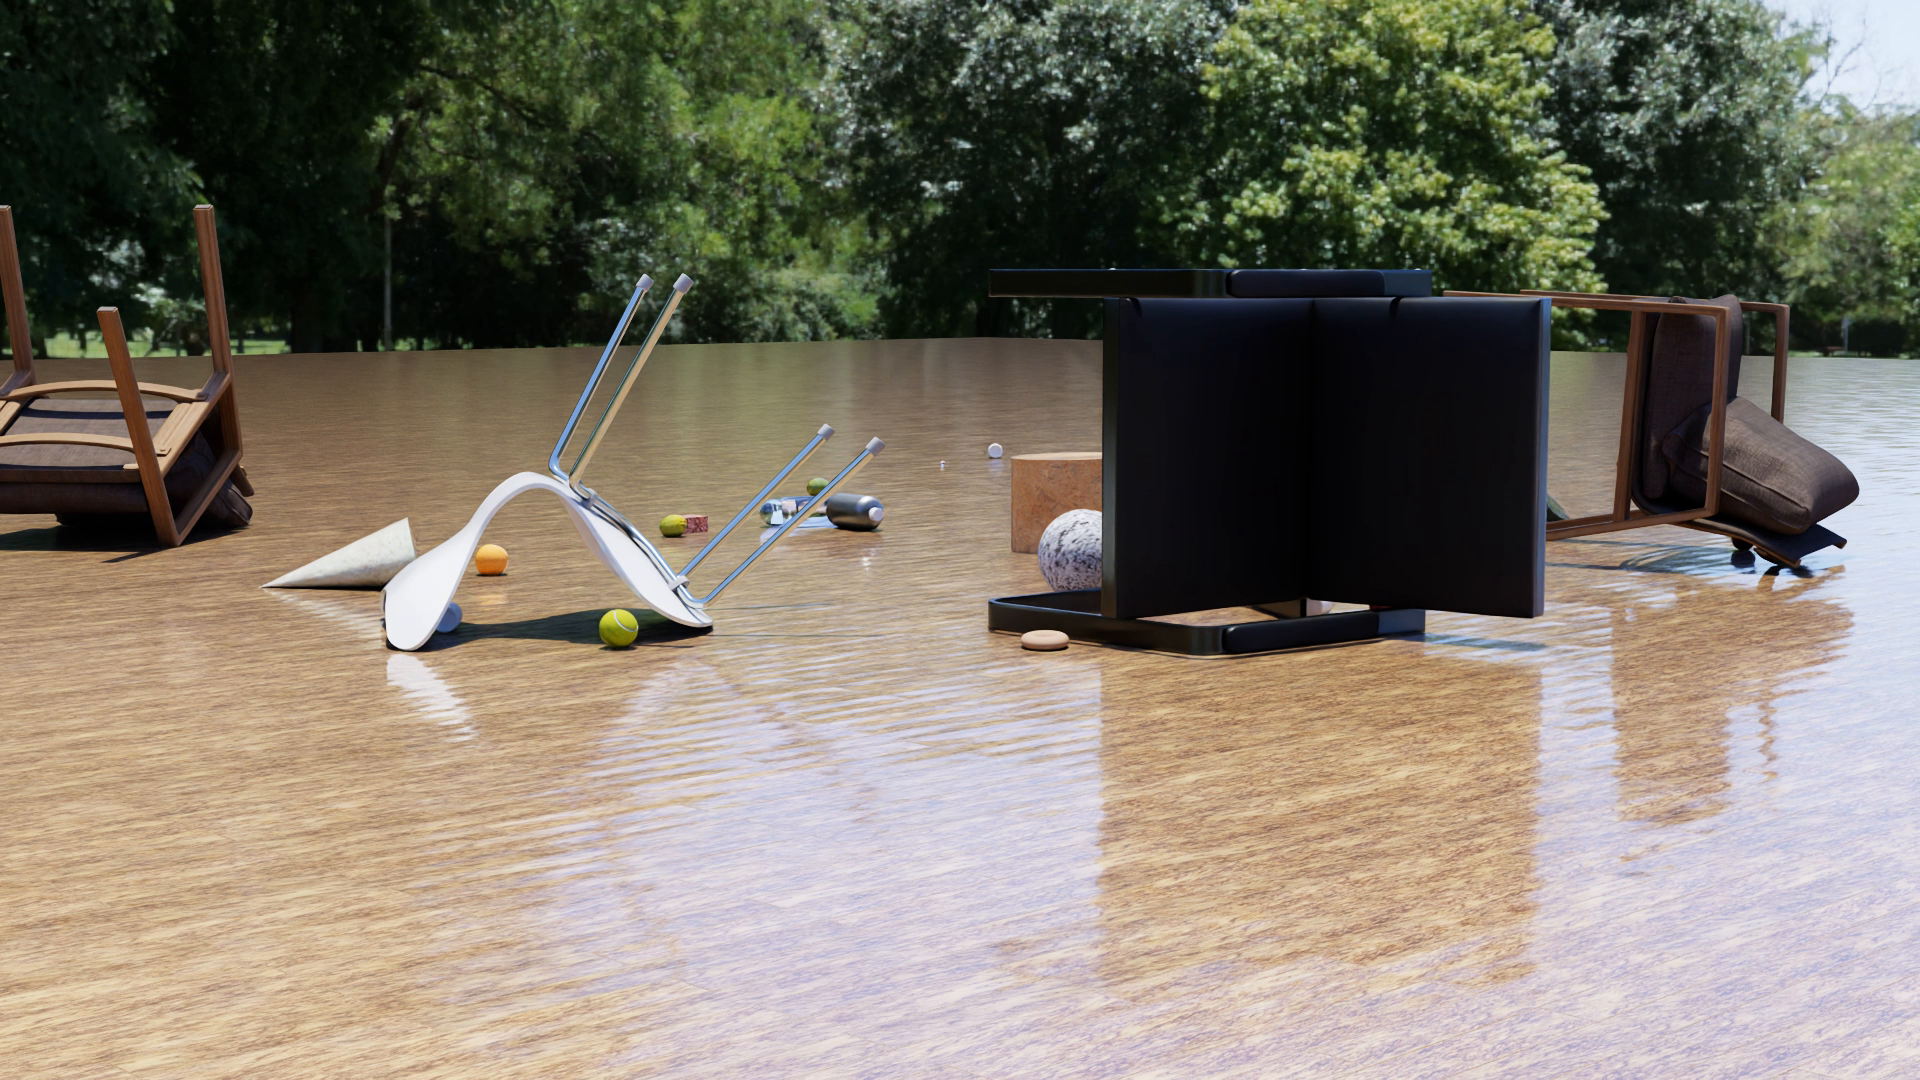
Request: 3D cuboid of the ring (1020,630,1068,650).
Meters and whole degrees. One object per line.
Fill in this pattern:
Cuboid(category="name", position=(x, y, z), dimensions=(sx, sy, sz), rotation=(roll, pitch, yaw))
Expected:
Cuboid(category="ring", position=(0.151, 0.179, 4.563), dimensions=(0.086, 0.024, 0.116), rotation=(-1, 6, 1))

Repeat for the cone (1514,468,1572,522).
Cuboid(category="cone", position=(1.528, -0.085, 6.882), dimensions=(0.234, 0.100, 0.200), rotation=(20, 29, -53))

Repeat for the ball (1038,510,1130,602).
Cuboid(category="ball", position=(0.251, 0.031, 5.191), dimensions=(0.188, 0.188, 0.188), rotation=(0, 6, 0))

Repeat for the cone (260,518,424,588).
Cuboid(category="cone", position=(-1.326, 0.063, 5.461), dimensions=(0.335, 0.142, 0.323), rotation=(-14, 12, -11))

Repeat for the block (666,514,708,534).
Cuboid(category="block", position=(-0.702, -0.041, 6.609), dimensions=(0.064, 0.040, 0.085), rotation=(5, 8, 42))

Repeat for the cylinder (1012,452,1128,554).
Cuboid(category="cylinder", position=(0.266, -0.092, 6.221), dimensions=(0.322, 0.223, 0.224), rotation=(-5, 8, -39))

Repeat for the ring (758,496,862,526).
Cuboid(category="ring", position=(-0.394, -0.077, 6.800), dimensions=(0.308, 0.074, 0.139), rotation=(-3, 5, -34))
